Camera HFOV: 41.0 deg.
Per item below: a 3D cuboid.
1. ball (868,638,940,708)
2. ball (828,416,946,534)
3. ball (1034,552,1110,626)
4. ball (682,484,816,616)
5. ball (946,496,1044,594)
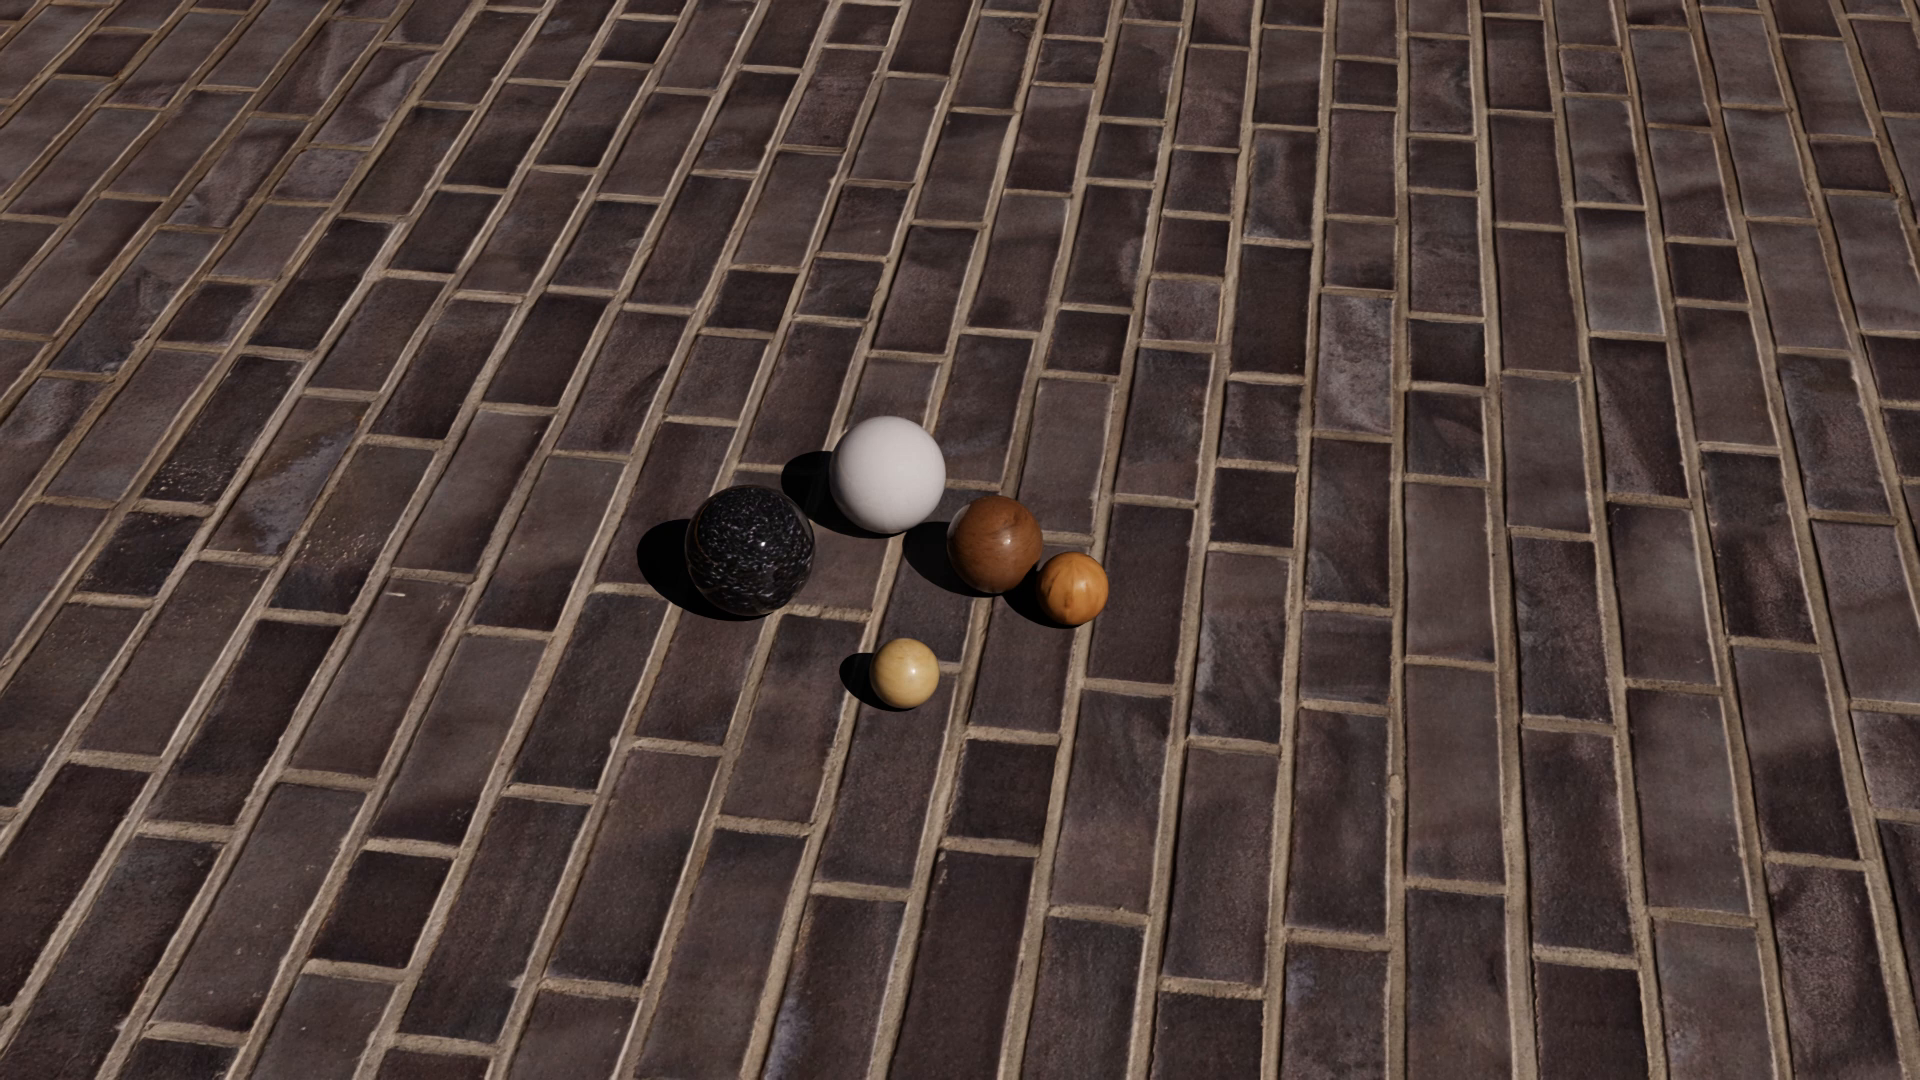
[{"bbox_3d":[-0.034,0.081,1.569,0.044,0.044,0.044,0,36,0],"label":"ball"},{"bbox_3d":[-0.049,-0.044,1.712,0.079,0.079,0.079,0,36,0],"label":"ball"},{"bbox_3d":[0.071,0.031,1.636,0.047,0.047,0.047,0,36,0],"label":"ball"},{"bbox_3d":[-0.134,0.006,1.638,0.085,0.085,0.085,0,36,0],"label":"ball"},{"bbox_3d":[0.022,0.003,1.661,0.064,0.064,0.064,0,36,0],"label":"ball"}]
